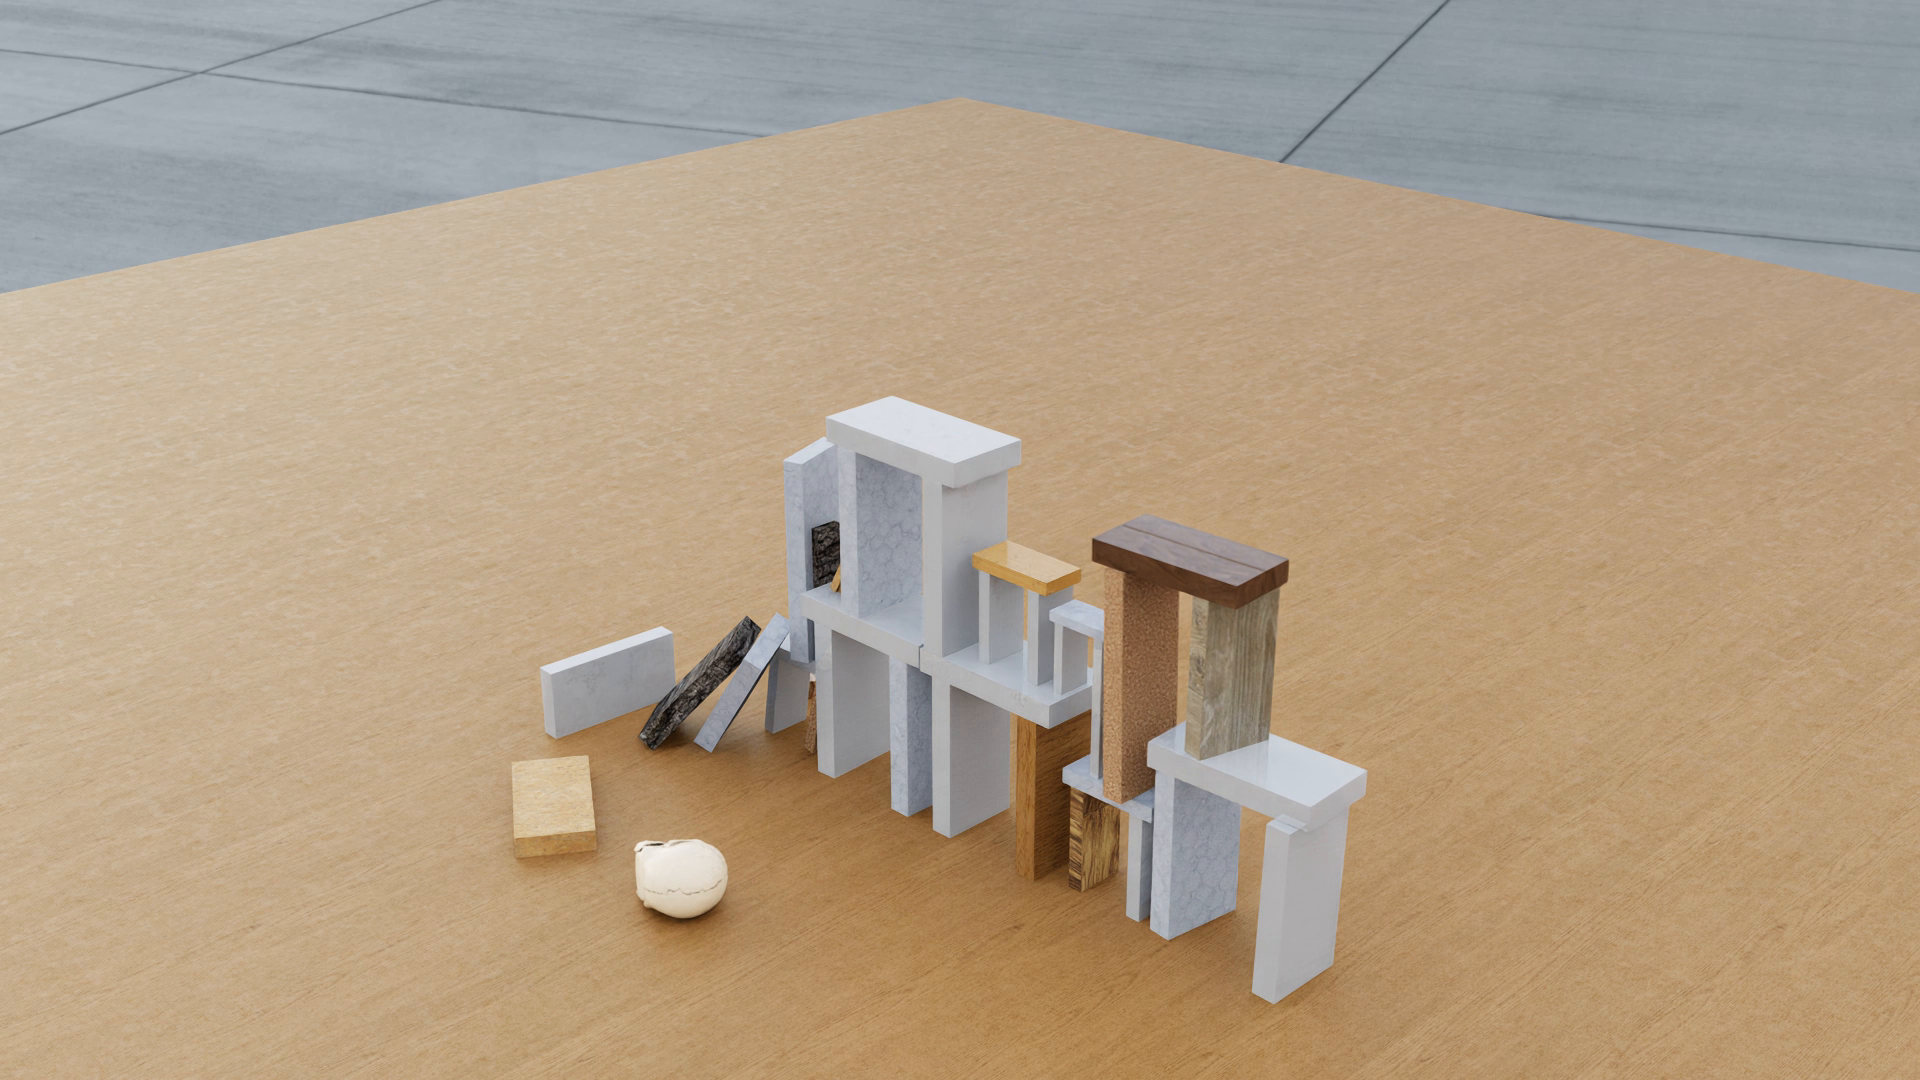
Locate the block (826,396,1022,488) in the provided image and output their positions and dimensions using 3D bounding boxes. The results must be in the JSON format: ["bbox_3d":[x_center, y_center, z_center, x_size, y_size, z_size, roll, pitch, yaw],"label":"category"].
[{"bbox_3d":[-0.073,-0.191,4.227,0.178,0.050,0.355,-21,31,-41],"label":"block"}]

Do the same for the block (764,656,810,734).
[{"bbox_3d":[-0.371,0.317,4.762,0.028,0.195,0.098,30,36,35],"label":"block"}]

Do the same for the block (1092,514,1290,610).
[{"bbox_3d":[0.398,0.035,3.820,0.309,0.044,0.154,19,30,38],"label":"block"}]

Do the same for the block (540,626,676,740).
[{"bbox_3d":[-0.769,0.311,4.827,0.313,0.157,0.044,-19,29,-37],"label":"block"}]

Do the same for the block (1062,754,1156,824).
[{"bbox_3d":[0.308,0.456,4.090,0.218,0.031,0.109,21,31,41],"label":"block"}]

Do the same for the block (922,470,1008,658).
[{"bbox_3d":[0.011,0.030,4.230,0.178,0.360,0.050,-21,31,-41],"label":"block"}]

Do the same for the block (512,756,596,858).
[{"bbox_3d":[-0.822,0.535,4.443,0.157,0.044,0.313,-5,23,-11],"label":"block"}]

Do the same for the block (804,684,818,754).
[{"bbox_3d":[-0.272,0.354,4.674,0.098,0.195,0.028,-21,45,-41],"label":"block"}]

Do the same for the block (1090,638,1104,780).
[{"bbox_3d":[0.274,0.301,4.050,0.020,0.284,0.071,21,31,41],"label":"block"}]

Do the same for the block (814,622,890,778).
[{"bbox_3d":[-0.221,0.307,4.593,0.049,0.346,0.173,20,30,38],"label":"block"}]

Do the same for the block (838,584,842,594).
[{"bbox_3d":[-0.203,0.057,4.463,0.062,0.123,0.017,-21,55,-41],"label":"block"}]

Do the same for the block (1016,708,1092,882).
[{"bbox_3d":[0.185,0.467,4.221,0.048,0.342,0.171,21,31,41],"label":"block"}]

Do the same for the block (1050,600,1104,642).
[{"bbox_3d":[0.240,0.148,4.022,0.142,0.020,0.071,21,31,40],"label":"block"}]

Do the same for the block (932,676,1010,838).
[{"bbox_3d":[0.023,0.405,4.370,0.048,0.342,0.171,21,31,41],"label":"block"}]

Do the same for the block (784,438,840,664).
[{"bbox_3d":[-0.299,0.022,4.564,0.044,0.445,0.155,12,26,26],"label":"block"}]

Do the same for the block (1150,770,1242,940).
[{"bbox_3d":[0.434,0.547,4.030,0.173,0.346,0.049,-17,28,-34],"label":"block"}]

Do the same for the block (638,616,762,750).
[{"bbox_3d":[-0.557,0.306,4.709,0.044,0.311,0.155,42,23,-9],"label":"block"}]

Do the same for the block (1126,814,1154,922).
[{"bbox_3d":[0.360,0.591,4.090,0.109,0.218,0.031,-21,31,-41],"label":"block"}]

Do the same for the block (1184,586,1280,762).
[{"bbox_3d":[0.474,0.222,3.831,0.154,0.309,0.044,-13,27,-28],"label":"block"}]

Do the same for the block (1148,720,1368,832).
[{"bbox_3d":[0.520,0.401,3.866,0.346,0.049,0.173,19,30,39],"label":"block"}]

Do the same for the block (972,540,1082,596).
[{"bbox_3d":[0.124,0.052,4.118,0.190,0.027,0.095,21,31,41],"label":"block"}]

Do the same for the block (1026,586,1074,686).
[{"bbox_3d":[0.169,0.169,4.119,0.095,0.190,0.027,-21,31,-41],"label":"block"}]

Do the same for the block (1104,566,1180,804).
[{"bbox_3d":[0.327,0.242,3.969,0.154,0.455,0.044,-21,29,-41],"label":"block"}]

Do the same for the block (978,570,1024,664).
[{"bbox_3d":[0.079,0.134,4.201,0.095,0.190,0.027,-21,31,-41],"label":"block"}]

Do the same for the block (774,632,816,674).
[{"bbox_3d":[-0.309,0.240,4.656,0.195,0.028,0.098,20,30,38],"label":"block"}]

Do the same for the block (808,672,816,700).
[{"bbox_3d":[-0.322,0.273,5.060,0.155,0.044,0.310,-4,23,-9],"label":"block"}]

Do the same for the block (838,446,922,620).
[{"bbox_3d":[-0.157,-0.037,4.383,0.050,0.355,0.178,21,31,41],"label":"block"}]

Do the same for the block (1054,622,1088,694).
[{"bbox_3d":[0.206,0.210,4.084,0.020,0.142,0.071,21,31,41],"label":"block"}]

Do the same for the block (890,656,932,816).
[{"bbox_3d":[-0.061,0.370,4.447,0.049,0.346,0.173,21,31,41],"label":"block"}]

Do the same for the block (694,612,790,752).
[{"bbox_3d":[-0.457,0.302,4.640,0.044,0.313,0.157,33,43,-1],"label":"block"}]

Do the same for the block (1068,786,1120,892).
[{"bbox_3d":[0.257,0.551,4.184,0.031,0.218,0.109,21,31,41],"label":"block"}]

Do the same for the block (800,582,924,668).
[{"bbox_3d":[-0.142,0.156,4.444,0.173,0.049,0.346,-21,31,-41],"label":"block"}]

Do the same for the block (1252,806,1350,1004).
[{"bbox_3d":[0.596,0.623,3.848,0.173,0.346,0.049,-21,32,-41],"label":"block"}]

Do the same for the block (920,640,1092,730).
[{"bbox_3d":[0.104,0.256,4.219,0.171,0.048,0.342,-21,31,-41],"label":"block"}]

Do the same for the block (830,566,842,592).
[{"bbox_3d":[-0.219,0.051,4.479,0.062,0.123,0.017,-21,59,-41],"label":"block"}]

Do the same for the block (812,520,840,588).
[{"bbox_3d":[-0.275,0.106,4.559,0.017,0.295,0.062,21,30,40],"label":"block"}]
